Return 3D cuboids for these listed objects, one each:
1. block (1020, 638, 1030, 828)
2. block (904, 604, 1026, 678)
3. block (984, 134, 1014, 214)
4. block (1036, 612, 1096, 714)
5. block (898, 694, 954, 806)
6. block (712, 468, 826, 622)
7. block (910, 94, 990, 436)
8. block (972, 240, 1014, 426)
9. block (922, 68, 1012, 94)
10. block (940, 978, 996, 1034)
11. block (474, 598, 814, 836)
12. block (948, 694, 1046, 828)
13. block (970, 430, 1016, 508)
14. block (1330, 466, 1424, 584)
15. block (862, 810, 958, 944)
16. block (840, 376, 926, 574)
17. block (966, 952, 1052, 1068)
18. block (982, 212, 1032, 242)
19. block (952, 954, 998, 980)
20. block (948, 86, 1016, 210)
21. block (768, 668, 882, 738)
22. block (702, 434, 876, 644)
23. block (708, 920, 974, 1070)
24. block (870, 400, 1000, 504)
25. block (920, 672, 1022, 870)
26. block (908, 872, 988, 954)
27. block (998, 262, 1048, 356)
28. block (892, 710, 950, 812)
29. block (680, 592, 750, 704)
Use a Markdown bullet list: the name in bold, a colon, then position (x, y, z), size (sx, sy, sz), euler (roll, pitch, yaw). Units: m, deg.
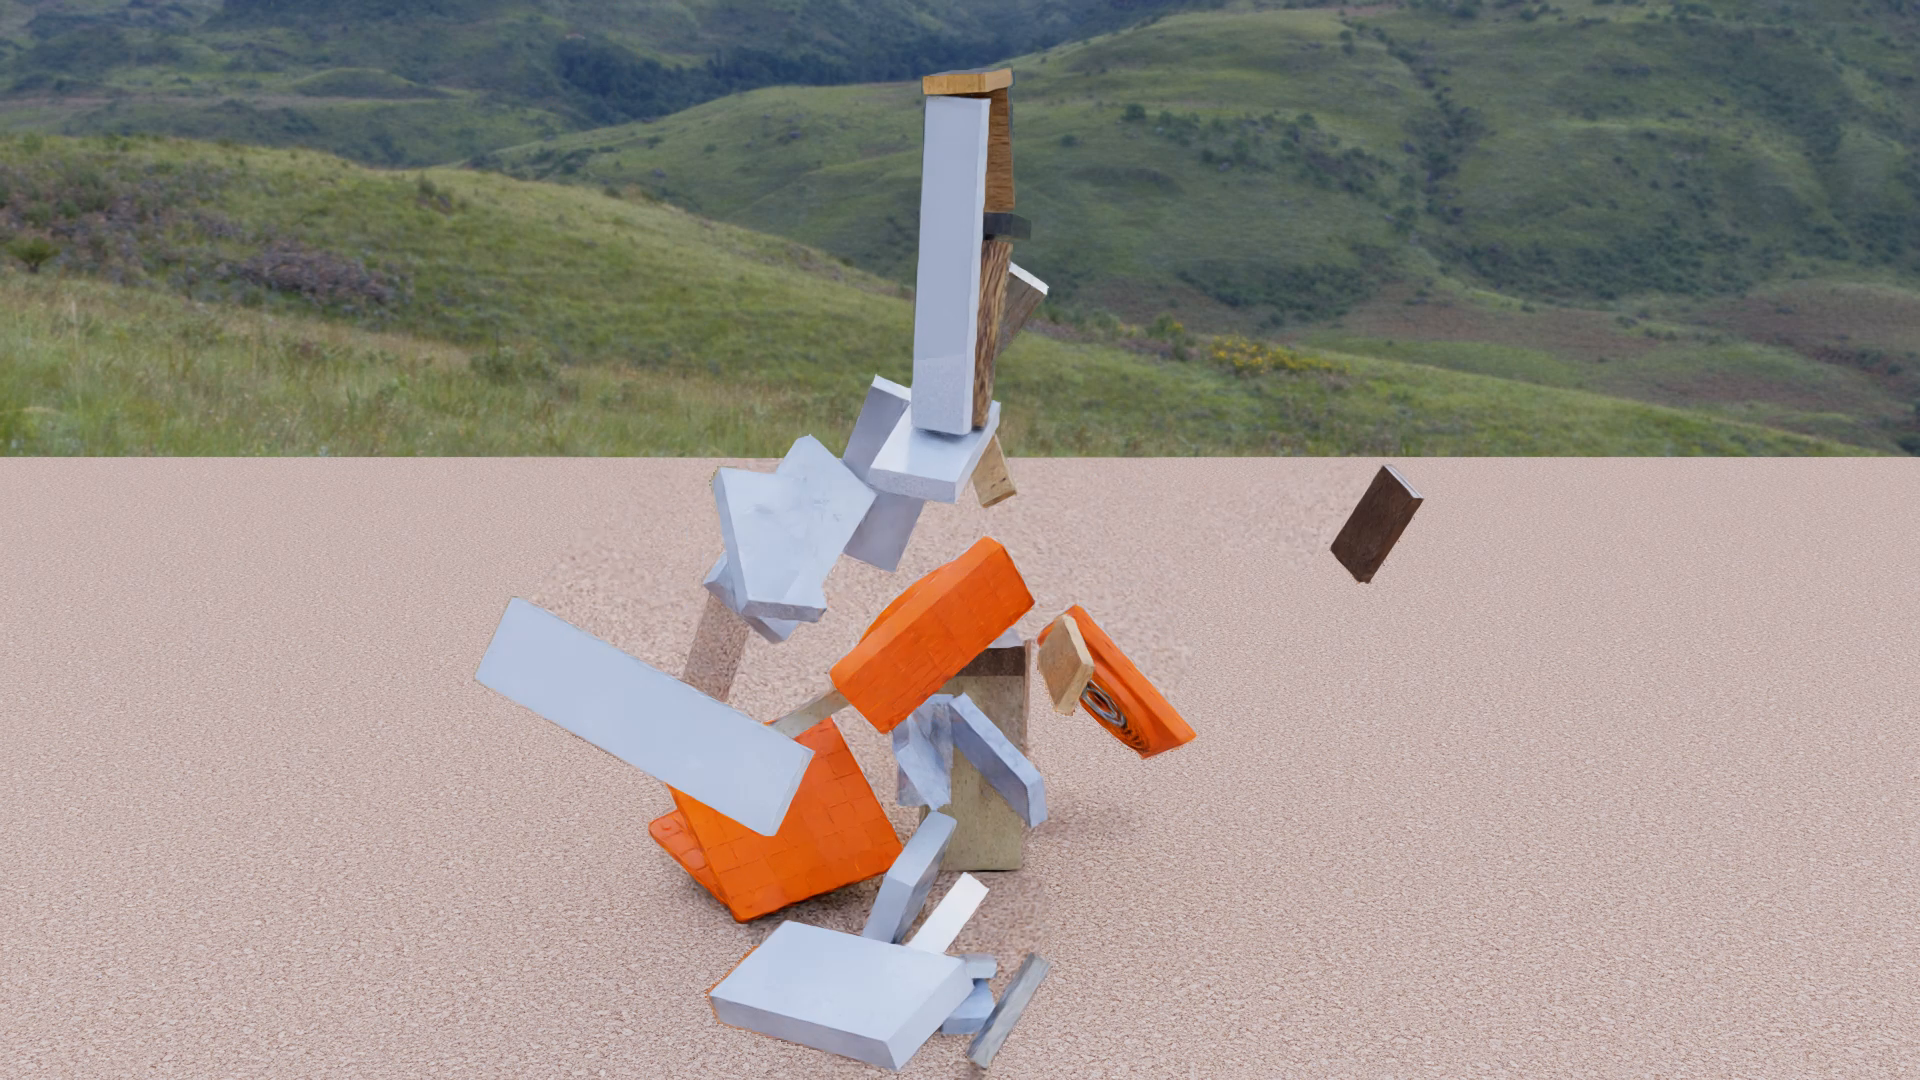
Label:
- **block**: position (0.034, 0.348, 4.009), size (0.173, 0.347, 0.049), euler (3, 4, 12)
- **block**: position (0.005, 0.173, 3.860), size (0.173, 0.049, 0.346), euler (-1, 11, -6)
- **block**: position (0.049, -0.575, 3.456), size (0.063, 0.126, 0.018), euler (4, 13, 8)
- **block**: position (0.169, 0.197, 3.537), size (0.025, 0.089, 0.177), euler (21, 19, -18)
- **block**: position (-0.058, 0.354, 3.696), size (0.089, 0.201, 0.025), euler (-1, 26, -7)
- **block**: position (-0.301, 0.007, 3.460), size (0.133, 0.038, 0.265), euler (7, 48, -29)
- **block**: position (-0.016, -0.409, 3.282), size (0.093, 0.498, 0.026), euler (12, 17, 29)
- **block**: position (0.004, -0.321, 3.364), size (0.112, 0.281, 0.032), euler (10, 8, 12)
- **block**: position (0.013, -0.687, 3.289), size (0.093, 0.026, 0.185), euler (0, 15, 14)
- **block**: position (0.005, 0.670, 3.177), size (0.081, 0.023, 0.162), euler (-1, 11, -7)
- **block**: position (-0.458, 0.250, 3.155), size (0.517, 0.133, 0.038), euler (25, 1, 19)
- **block**: position (0.061, 0.359, 3.582), size (0.031, 0.110, 0.221), euler (-29, 50, -20)
- **block**: position (0.029, -0.180, 3.813), size (0.064, 0.260, 0.018), euler (-27, -28, 15)
- **block**: position (0.688, -0.025, 3.639), size (0.025, 0.177, 0.089), euler (5, 35, -38)
- **block**: position (-0.085, 0.549, 3.431), size (0.046, 0.163, 0.326), euler (23, 14, 7)
- **block**: position (-0.127, -0.108, 3.725), size (0.158, 0.315, 0.045), euler (22, 28, -4)
- **block**: position (0.065, 0.635, 2.976), size (0.023, 0.162, 0.081), euler (34, -10, 0)
- **block**: position (0.041, -0.487, 3.419), size (0.112, 0.032, 0.224), euler (3, 6, 9)
- **block**: position (0.011, 0.631, 3.251), size (0.081, 0.023, 0.162), euler (-2, -7, -2)
- **block**: position (0.033, -0.602, 3.385), size (0.093, 0.185, 0.026), euler (-1, 17, 10)
- **block**: position (-0.236, 0.276, 3.520), size (0.221, 0.031, 0.110), euler (-30, 2, -19)
- **block**: position (-0.276, -0.002, 3.603), size (0.045, 0.157, 0.315), euler (-16, 38, 53)
- **block**: position (-0.157, 0.589, 2.867), size (0.326, 0.046, 0.163), euler (3, 32, 42)
- **block**: position (-0.036, -0.147, 3.371), size (0.133, 0.038, 0.265), euler (11, 33, 12)
- **block**: position (0.018, 0.391, 3.779), size (0.173, 0.346, 0.049), euler (0, 5, -3)
- **block**: position (-0.060, 0.602, 3.164), size (0.046, 0.163, 0.326), euler (37, 17, 6)
- **block**: position (0.033, -0.355, 3.565), size (0.112, 0.224, 0.032), euler (31, 33, -13)
- **block**: position (-0.064, 0.351, 3.515), size (0.031, 0.110, 0.221), euler (-34, 9, 3)
- **block**: position (-0.474, 0.185, 4.391), size (0.045, 0.543, 0.158), euler (22, -11, -26)
